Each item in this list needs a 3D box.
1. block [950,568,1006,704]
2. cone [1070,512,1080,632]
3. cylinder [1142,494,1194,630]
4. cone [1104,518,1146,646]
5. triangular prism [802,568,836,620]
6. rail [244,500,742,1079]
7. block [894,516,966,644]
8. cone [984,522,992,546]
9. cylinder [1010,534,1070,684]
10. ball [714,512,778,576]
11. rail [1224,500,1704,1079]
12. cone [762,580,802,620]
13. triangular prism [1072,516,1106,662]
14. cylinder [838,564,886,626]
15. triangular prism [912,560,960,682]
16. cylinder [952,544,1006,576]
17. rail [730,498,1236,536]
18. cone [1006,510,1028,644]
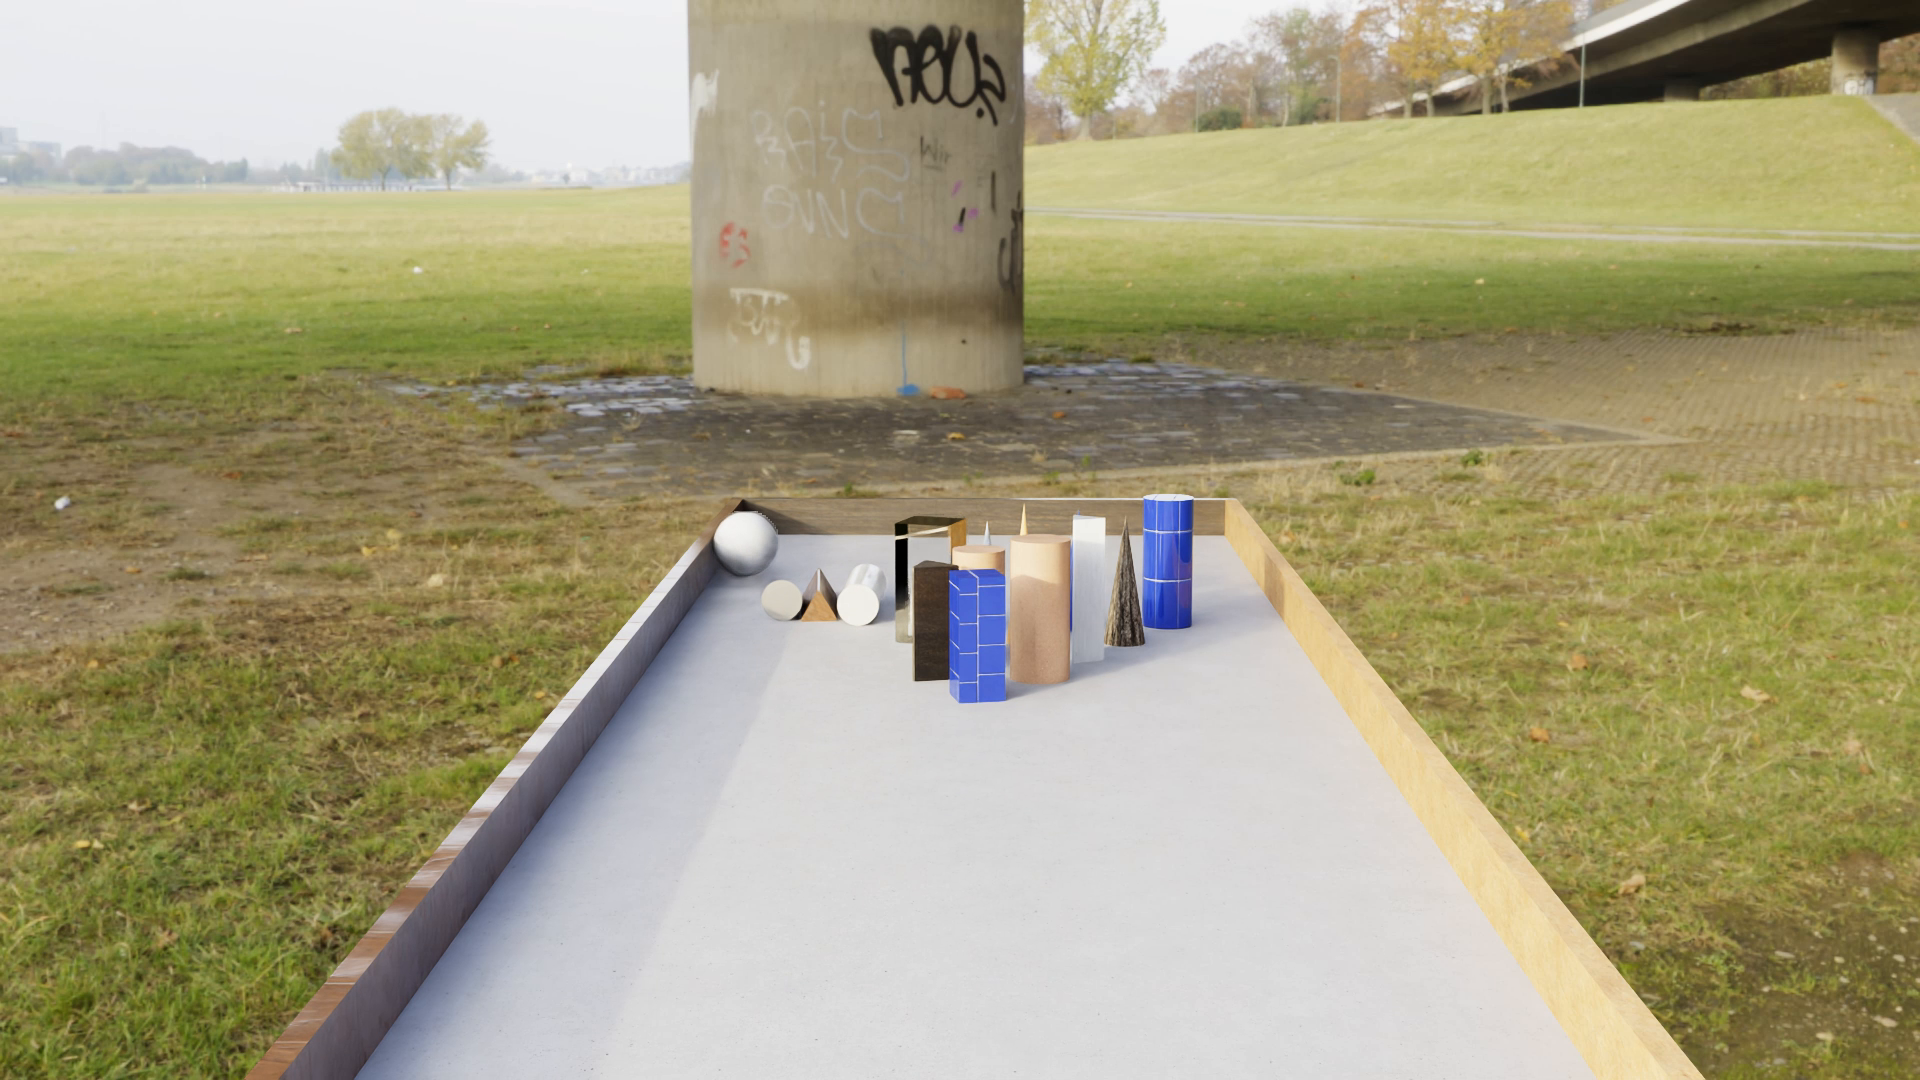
[{"bbox_3d":[0.048,0.269,6.180,0.132,0.355,0.132,-2,9,-12],"label":"block"},{"bbox_3d":[0.385,0.093,7.178,0.145,0.390,0.145,0,9,0],"label":"cone"},{"bbox_3d":[0.681,0.070,7.211,0.165,0.424,0.165,0,9,0],"label":"cylinder"},{"bbox_3d":[0.520,0.122,6.929,0.132,0.411,0.132,0,9,0],"label":"cone"},{"bbox_3d":[-0.482,0.182,7.515,0.118,0.102,0.448,-1,9,-3],"label":"triangular prism"},{"bbox_3d":[-1.004,0.839,3.234,0.050,0.150,12.000,0,9,1],"label":"rail"},{"bbox_3d":[-0.092,0.128,6.987,0.176,0.381,0.176,3,10,19],"label":"block"},{"bbox_3d":[0.089,0.109,7.218,0.120,0.345,0.120,0,9,0],"label":"cone"},{"bbox_3d":[0.234,0.201,6.425,0.176,0.413,0.176,0,9,0],"label":"cylinder"},{"bbox_3d":[-0.796,0.015,8.157,0.238,0.238,0.238,0,9,0],"label":"ball"},{"bbox_3d":[1.046,0.843,3.208,0.050,0.150,12.000,0,9,1],"label":"rail"},{"bbox_3d":[-0.581,0.200,7.532,0.136,0.136,0.445,0,0,3],"label":"cone"},{"bbox_3d":[0.369,0.146,6.688,0.109,0.437,0.094,-5,10,-27],"label":"triangular prism"},{"bbox_3d":[-0.329,0.182,7.423,0.137,0.137,0.411,0,9,2],"label":"cylinder"},{"bbox_3d":[-0.085,0.234,6.454,0.138,0.337,0.120,-2,9,-15],"label":"triangular prism"},{"bbox_3d":[0.057,0.195,6.690,0.161,0.340,0.161,0,9,0],"label":"cylinder"},{"bbox_3d":[0.099,-0.098,9.147,2.100,0.150,0.050,0,9,1],"label":"rail"},{"bbox_3d":[0.201,0.104,6.930,0.107,0.445,0.107,0,9,0],"label":"cone"}]
